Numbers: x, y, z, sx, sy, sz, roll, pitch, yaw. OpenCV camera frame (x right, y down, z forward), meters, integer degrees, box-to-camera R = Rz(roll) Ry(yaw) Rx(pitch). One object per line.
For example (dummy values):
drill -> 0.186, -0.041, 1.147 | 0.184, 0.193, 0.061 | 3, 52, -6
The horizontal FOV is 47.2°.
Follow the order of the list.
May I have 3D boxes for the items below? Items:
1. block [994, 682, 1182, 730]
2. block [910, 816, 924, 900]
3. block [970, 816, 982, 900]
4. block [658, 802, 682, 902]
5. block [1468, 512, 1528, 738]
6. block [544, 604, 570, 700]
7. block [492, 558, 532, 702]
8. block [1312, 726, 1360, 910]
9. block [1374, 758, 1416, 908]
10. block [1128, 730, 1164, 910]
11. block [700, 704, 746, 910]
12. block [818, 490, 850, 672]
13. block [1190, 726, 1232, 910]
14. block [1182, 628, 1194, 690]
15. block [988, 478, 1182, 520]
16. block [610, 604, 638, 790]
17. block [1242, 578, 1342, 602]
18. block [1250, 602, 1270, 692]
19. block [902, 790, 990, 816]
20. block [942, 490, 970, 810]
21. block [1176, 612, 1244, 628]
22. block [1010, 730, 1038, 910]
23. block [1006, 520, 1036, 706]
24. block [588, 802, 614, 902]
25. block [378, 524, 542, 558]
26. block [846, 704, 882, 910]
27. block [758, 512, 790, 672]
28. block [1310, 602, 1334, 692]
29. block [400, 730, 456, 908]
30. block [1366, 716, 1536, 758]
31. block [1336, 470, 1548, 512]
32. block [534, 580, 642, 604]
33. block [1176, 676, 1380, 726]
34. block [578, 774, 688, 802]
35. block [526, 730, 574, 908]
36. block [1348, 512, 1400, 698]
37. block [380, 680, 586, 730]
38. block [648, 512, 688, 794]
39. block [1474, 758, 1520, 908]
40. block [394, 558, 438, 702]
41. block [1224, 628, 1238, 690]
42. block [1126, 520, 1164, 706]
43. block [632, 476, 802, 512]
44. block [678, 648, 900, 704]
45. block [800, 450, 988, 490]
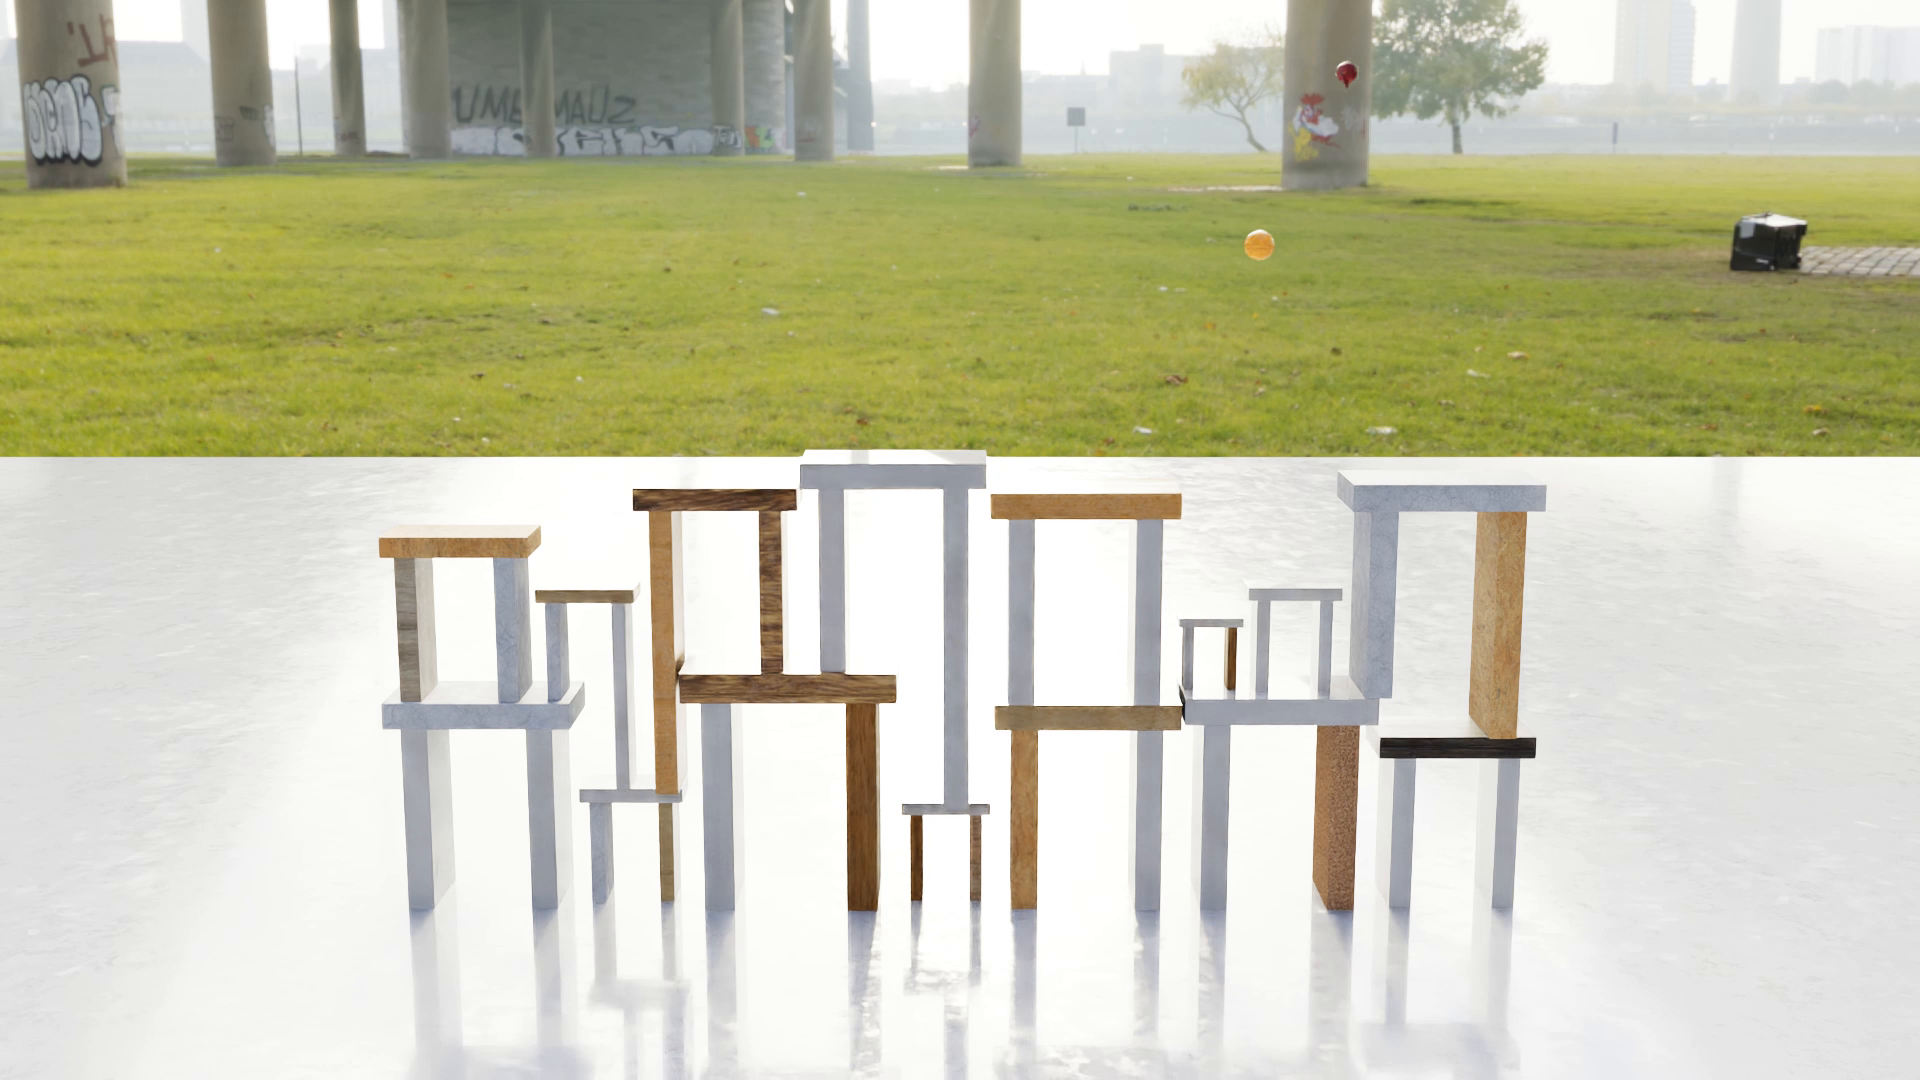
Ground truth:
block -> 0.206, 0.272, 3.610 | 0.301, 0.043, 0.151 | 0, 11, 0
block -> -0.072, 0.517, 3.658 | 0.021, 0.147, 0.073 | 0, 11, 0
block -> 0.026, 0.517, 3.658 | 0.021, 0.147, 0.073 | 0, 11, 0
block -> -0.483, 0.506, 3.658 | 0.024, 0.169, 0.085 | 0, 11, 0
block -> 0.874, 0.124, 3.581 | 0.043, 0.371, 0.152 | 0, 11, 0
block -> -0.657, 0.173, 3.589 | 0.023, 0.159, 0.080 | 0, 11, 0
block -> -0.728, 0.134, 3.583 | 0.034, 0.237, 0.118 | 0, 11, 0
block -> 0.621, 0.437, 3.639 | 0.044, 0.311, 0.156 | 0, 11, 0
block -> 0.720, 0.466, 3.642 | 0.036, 0.253, 0.126 | 0, 11, 0
block -> 0.307, 0.442, 3.642 | 0.043, 0.302, 0.151 | 0, 11, 0
block -> -0.392, 0.418, 3.642 | 0.049, 0.348, 0.174 | 0, 11, 0
block -> -0.204, 0.053, 3.573 | 0.042, 0.296, 0.148 | 0, 11, 0
block -> 0.414, 0.437, 3.639 | 0.044, 0.311, 0.156 | 0, 11, 0
block -> 0.373, 0.188, 3.599 | 0.015, 0.104, 0.052 | 0, 11, 0
block -> 0.199, -0.067, 3.546 | 0.302, 0.043, 0.151 | 0, 11, 0
block -> -0.550, 0.247, 3.603 | 0.023, 0.311, 0.080 | 0, 11, 0
block -> 0.540, 0.081, 3.577 | 0.151, 0.021, 0.076 | 0, 11, 0
block -> 0.490, 0.166, 3.592 | 0.021, 0.151, 0.076 | 0, 11, 0
block -> -0.023, 0.435, 3.643 | 0.147, 0.021, 0.073 | 0, 11, 0
block -> -0.007, 0.166, 3.594 | 0.042, 0.526, 0.148 | 0, 11, 0
block -> 0.408, 0.130, 3.587 | 0.104, 0.015, 0.052 | 0, 11, 0
block -> 0.106, 0.442, 3.642 | 0.043, 0.302, 0.151 | 0, 11, 0
block -> 0.098, 0.103, 3.577 | 0.043, 0.302, 0.151 | 0, 11, 0
block -> -0.596, 0.506, 3.658 | 0.024, 0.169, 0.085 | 0, 11, 0
block -> -0.807, 0.002, 3.558 | 0.237, 0.034, 0.118 | 0, 11, 0
block -> -0.159, 0.418, 3.642 | 0.049, 0.348, 0.174 | 0, 11, 0
block -> -0.302, 0.071, 3.570 | 0.037, 0.261, 0.131 | 0, 11, 0
block -> 0.591, 0.166, 3.592 | 0.021, 0.151, 0.076 | 0, 11, 0
block -> -0.881, 0.441, 3.646 | 0.043, 0.302, 0.151 | 0, 11, 0
block -> 0.805, 0.324, 3.616 | 0.253, 0.036, 0.126 | 0, 11, 0
block -> 0.773, -0.080, 3.544 | 0.304, 0.043, 0.152 | 0, 11, 0
block -> -0.604, 0.083, 3.572 | 0.159, 0.023, 0.080 | 0, 11, 0
block -> 0.518, 0.262, 3.607 | 0.311, 0.044, 0.156 | 0, 11, 0
block -> -0.539, 0.411, 3.641 | 0.169, 0.024, 0.085 | 0, 11, 0
block -> -0.679, 0.441, 3.646 | 0.043, 0.302, 0.151 | 0, 11, 0
block -> 0.672, 0.091, 3.575 | 0.043, 0.304, 0.152 | 0, 11, 0
block -> -0.780, 0.271, 3.614 | 0.302, 0.043, 0.151 | 0, 11, 0
block -> -0.475, 0.172, 3.588 | 0.037, 0.465, 0.131 | 0, 11, 0
block -> 0.889, 0.466, 3.642 | 0.036, 0.253, 0.126 | 0, 11, 0
block -> -0.886, 0.134, 3.583 | 0.034, 0.237, 0.118 | 0, 11, 0
block -> 0.442, 0.188, 3.599 | 0.015, 0.104, 0.052 | 0, 11, 0
block -> 0.300, 0.103, 3.577 | 0.043, 0.302, 0.151 | 0, 11, 0
block -> -0.388, -0.075, 3.543 | 0.261, 0.037, 0.131 | 0, 11, 0
block -> -0.276, 0.222, 3.606 | 0.348, 0.049, 0.174 | 0, 11, 0
block -> -0.105, -0.113, 3.542 | 0.296, 0.042, 0.148 | 0, 11, 0
